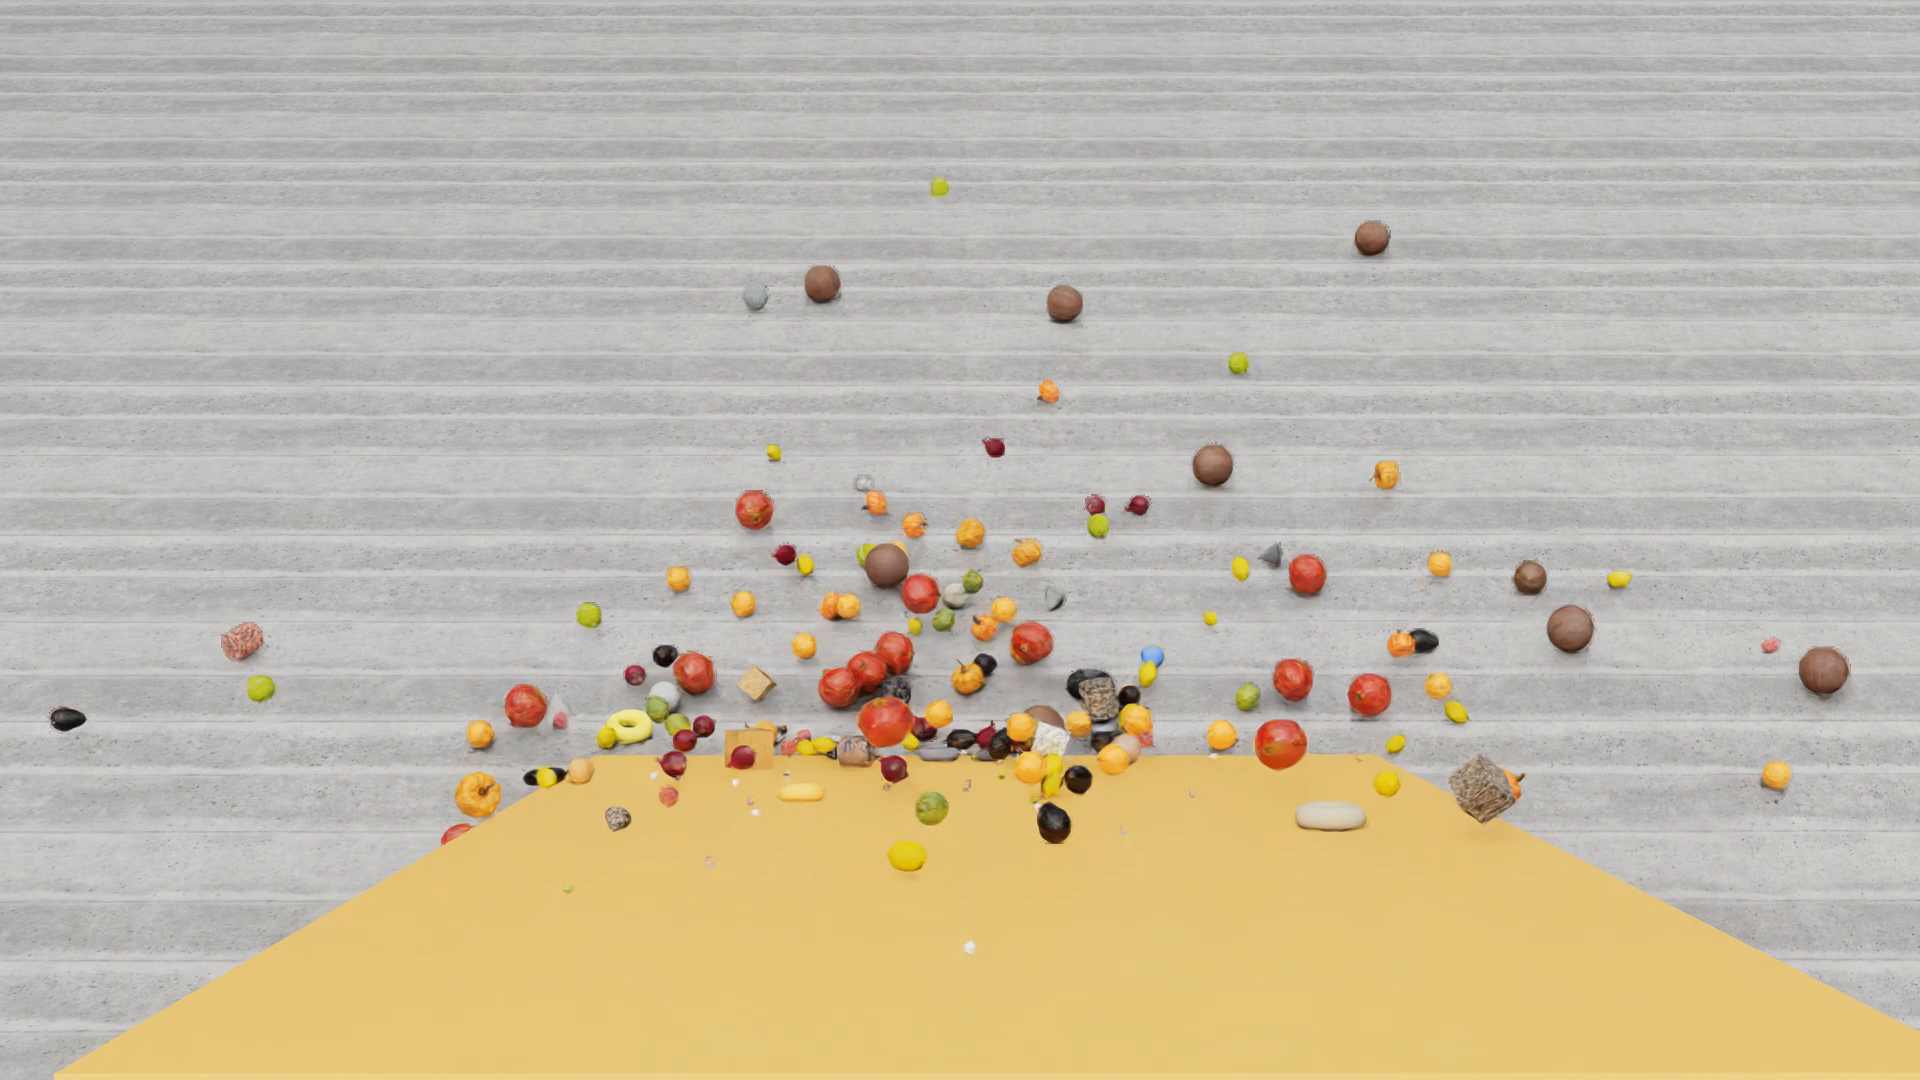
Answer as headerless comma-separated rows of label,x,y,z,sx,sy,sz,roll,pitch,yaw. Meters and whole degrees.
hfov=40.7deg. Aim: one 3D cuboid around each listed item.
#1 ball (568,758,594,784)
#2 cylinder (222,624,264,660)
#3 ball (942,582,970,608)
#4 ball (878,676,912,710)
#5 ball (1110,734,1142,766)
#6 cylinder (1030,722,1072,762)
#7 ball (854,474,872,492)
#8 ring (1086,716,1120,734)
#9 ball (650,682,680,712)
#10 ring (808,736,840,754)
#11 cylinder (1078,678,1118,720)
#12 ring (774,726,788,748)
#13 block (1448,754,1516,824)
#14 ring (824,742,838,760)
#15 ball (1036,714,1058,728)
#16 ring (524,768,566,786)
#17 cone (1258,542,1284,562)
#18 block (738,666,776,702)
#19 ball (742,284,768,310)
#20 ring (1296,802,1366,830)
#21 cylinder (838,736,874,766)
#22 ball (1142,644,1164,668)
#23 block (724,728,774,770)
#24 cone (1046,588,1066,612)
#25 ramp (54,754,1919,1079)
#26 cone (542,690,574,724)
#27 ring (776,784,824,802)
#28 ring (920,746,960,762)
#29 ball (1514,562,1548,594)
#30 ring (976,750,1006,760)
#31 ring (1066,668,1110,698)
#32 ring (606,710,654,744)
ball,-0.857,0.522,5.852,0.060,0.060,0.060,0,30,0
cylinder,-1.996,0.282,7.204,0.077,0.077,0.077,22,37,33
ball,-0.011,0.160,7.434,0.076,0.076,0.076,0,30,0
ball,-0.177,0.413,6.981,0.093,0.093,0.093,0,30,0
ball,0.405,0.513,6.336,0.078,0.078,0.078,0,30,0
cylinder,0.222,0.496,6.366,0.080,0.080,0.080,21,30,-7
ball,-0.299,-0.174,8.028,0.056,0.056,0.056,0,30,0
ring,0.381,0.489,6.904,0.094,0.031,0.094,-7,25,3
ball,-0.795,0.423,6.972,0.085,0.085,0.085,0,30,0
ring,-0.328,0.532,6.696,0.131,0.044,0.131,-1,0,0
cylinder,0.368,0.423,6.873,0.094,0.094,0.094,-9,8,1
ring,-0.479,0.513,6.715,0.027,0.080,0.080,43,45,14
block,0.972,0.465,4.818,0.079,0.079,0.079,35,27,-34
ring,-0.287,0.534,6.558,0.116,0.039,0.116,-1,-1,0
ball,0.230,0.490,6.881,0.059,0.059,0.059,0,30,0
ring,-0.943,0.537,5.876,0.098,0.033,0.098,-6,0,0
cone,0.909,0.050,7.633,0.067,0.067,0.067,-25,28,11
block,-0.549,0.390,6.999,0.067,0.067,0.067,41,-1,12
ball,-0.727,-0.864,9.182,0.091,0.091,0.091,0,30,0
ring,0.709,0.528,4.950,0.136,0.045,0.136,0,1,0
cylinder,-0.248,0.505,6.190,0.073,0.073,0.073,-1,29,13
ball,0.534,0.322,7.165,0.065,0.065,0.065,0,30,0
block,-0.511,0.506,6.272,0.092,0.092,0.092,0,0,-26
cone,0.262,0.184,7.437,0.067,0.067,0.067,16,60,25
ramp,0.067,0.600,4.661,2.000,0.100,4.000,0,0,0
cone,-1.083,0.435,6.953,0.082,0.082,0.082,0,30,0
ring,-0.338,0.535,5.479,0.101,0.034,0.101,-1,0,0
ring,-0.051,0.536,6.472,0.103,0.034,0.103,-1,-1,0
ball,1.653,0.110,7.501,0.096,0.096,0.096,0,30,0
ring,0.077,0.540,6.496,0.077,0.026,0.077,-1,0,0
ring,0.355,0.394,7.061,0.131,0.044,0.131,-1,27,0
ring,-0.880,0.496,6.888,0.127,0.042,0.127,1,31,0
